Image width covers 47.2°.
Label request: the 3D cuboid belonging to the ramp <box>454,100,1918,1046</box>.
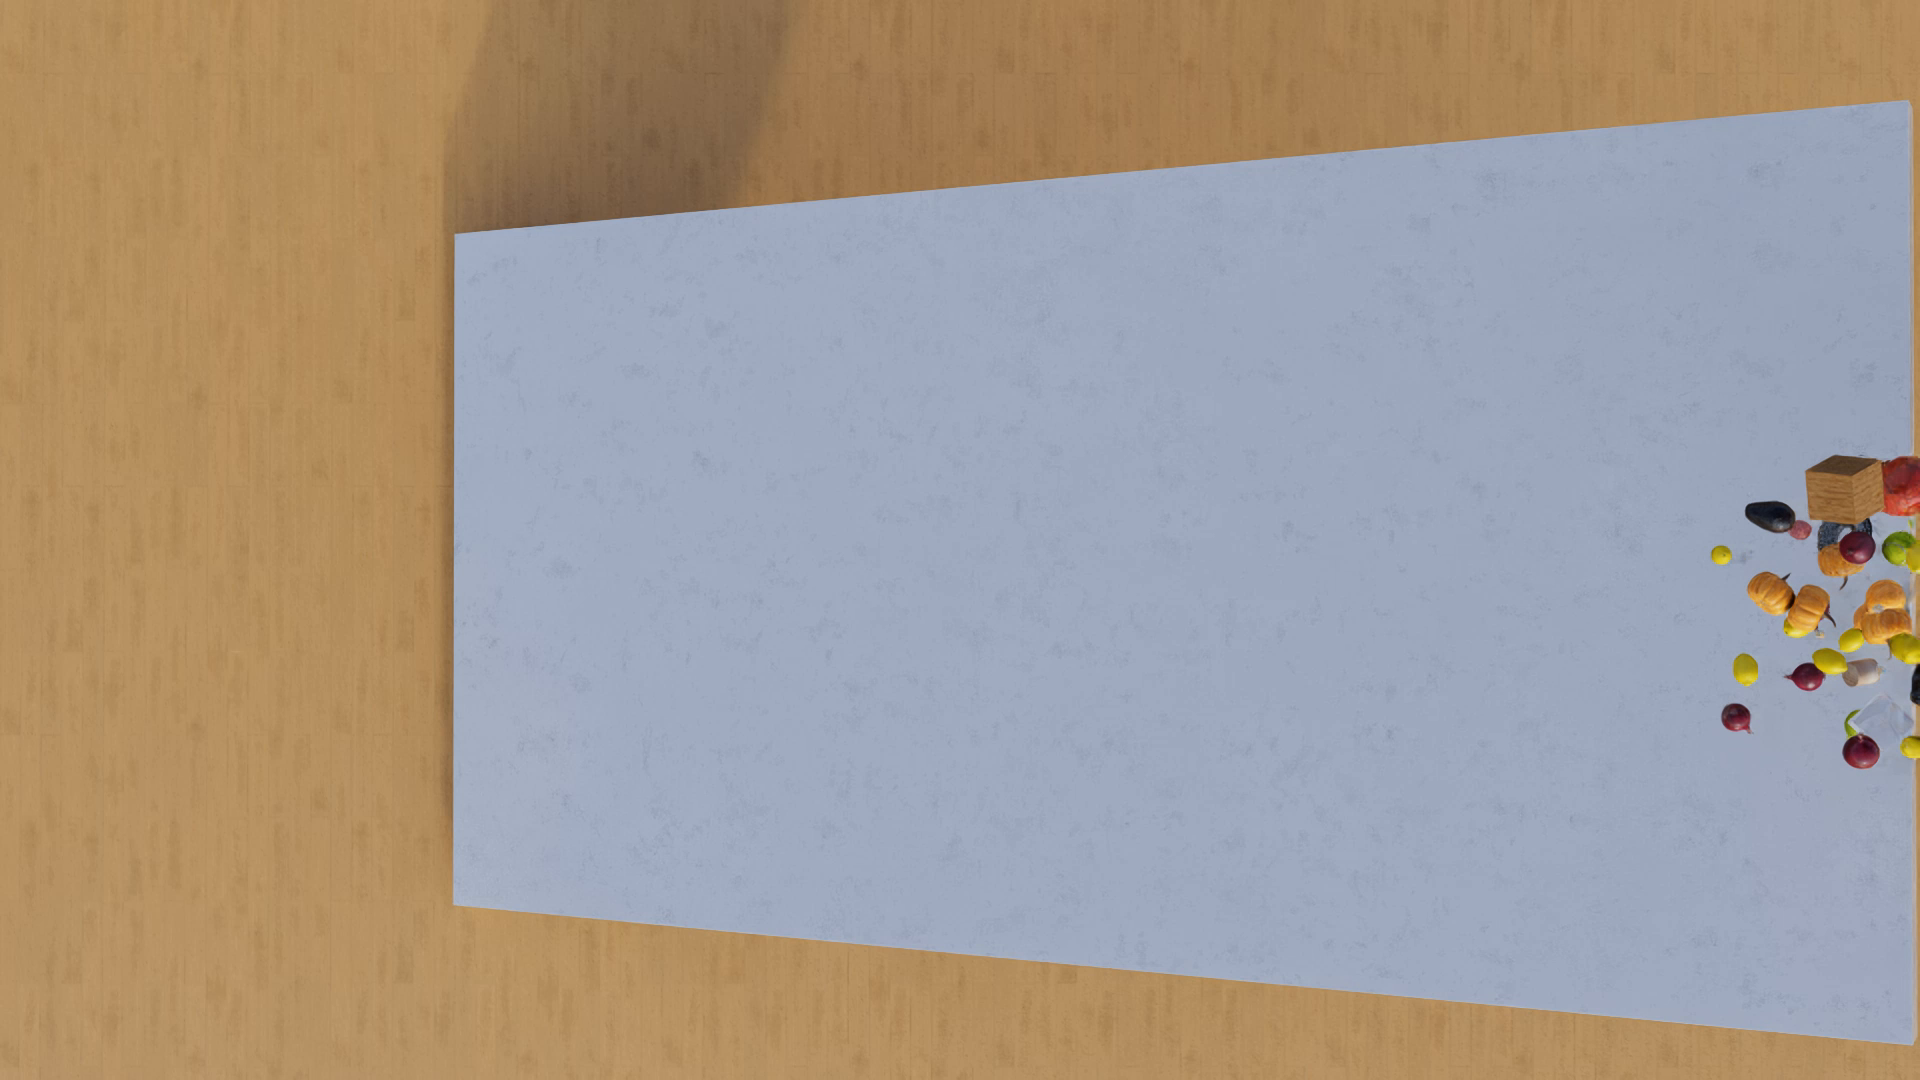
[{"bbox_3d":[0.275,0.077,5.646,4.000,0.100,2.000,0,89,28],"label":"ramp"}]

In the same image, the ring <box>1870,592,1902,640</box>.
[{"bbox_3d":[1.866,0.153,4.434,0.035,0.105,0.105,22,89,19],"label":"ring"}]

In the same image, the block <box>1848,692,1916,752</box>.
[{"bbox_3d":[1.810,0.358,4.320,0.082,0.082,0.082,-45,75,6],"label":"block"}]

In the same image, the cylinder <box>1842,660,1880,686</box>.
[{"bbox_3d":[1.829,0.269,4.464,0.052,0.052,0.052,-1,89,-25],"label":"cylinder"}]

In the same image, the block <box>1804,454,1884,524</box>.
[{"bbox_3d":[1.544,-0.088,3.836,0.090,0.090,0.090,-23,111,-32],"label":"block"}]
